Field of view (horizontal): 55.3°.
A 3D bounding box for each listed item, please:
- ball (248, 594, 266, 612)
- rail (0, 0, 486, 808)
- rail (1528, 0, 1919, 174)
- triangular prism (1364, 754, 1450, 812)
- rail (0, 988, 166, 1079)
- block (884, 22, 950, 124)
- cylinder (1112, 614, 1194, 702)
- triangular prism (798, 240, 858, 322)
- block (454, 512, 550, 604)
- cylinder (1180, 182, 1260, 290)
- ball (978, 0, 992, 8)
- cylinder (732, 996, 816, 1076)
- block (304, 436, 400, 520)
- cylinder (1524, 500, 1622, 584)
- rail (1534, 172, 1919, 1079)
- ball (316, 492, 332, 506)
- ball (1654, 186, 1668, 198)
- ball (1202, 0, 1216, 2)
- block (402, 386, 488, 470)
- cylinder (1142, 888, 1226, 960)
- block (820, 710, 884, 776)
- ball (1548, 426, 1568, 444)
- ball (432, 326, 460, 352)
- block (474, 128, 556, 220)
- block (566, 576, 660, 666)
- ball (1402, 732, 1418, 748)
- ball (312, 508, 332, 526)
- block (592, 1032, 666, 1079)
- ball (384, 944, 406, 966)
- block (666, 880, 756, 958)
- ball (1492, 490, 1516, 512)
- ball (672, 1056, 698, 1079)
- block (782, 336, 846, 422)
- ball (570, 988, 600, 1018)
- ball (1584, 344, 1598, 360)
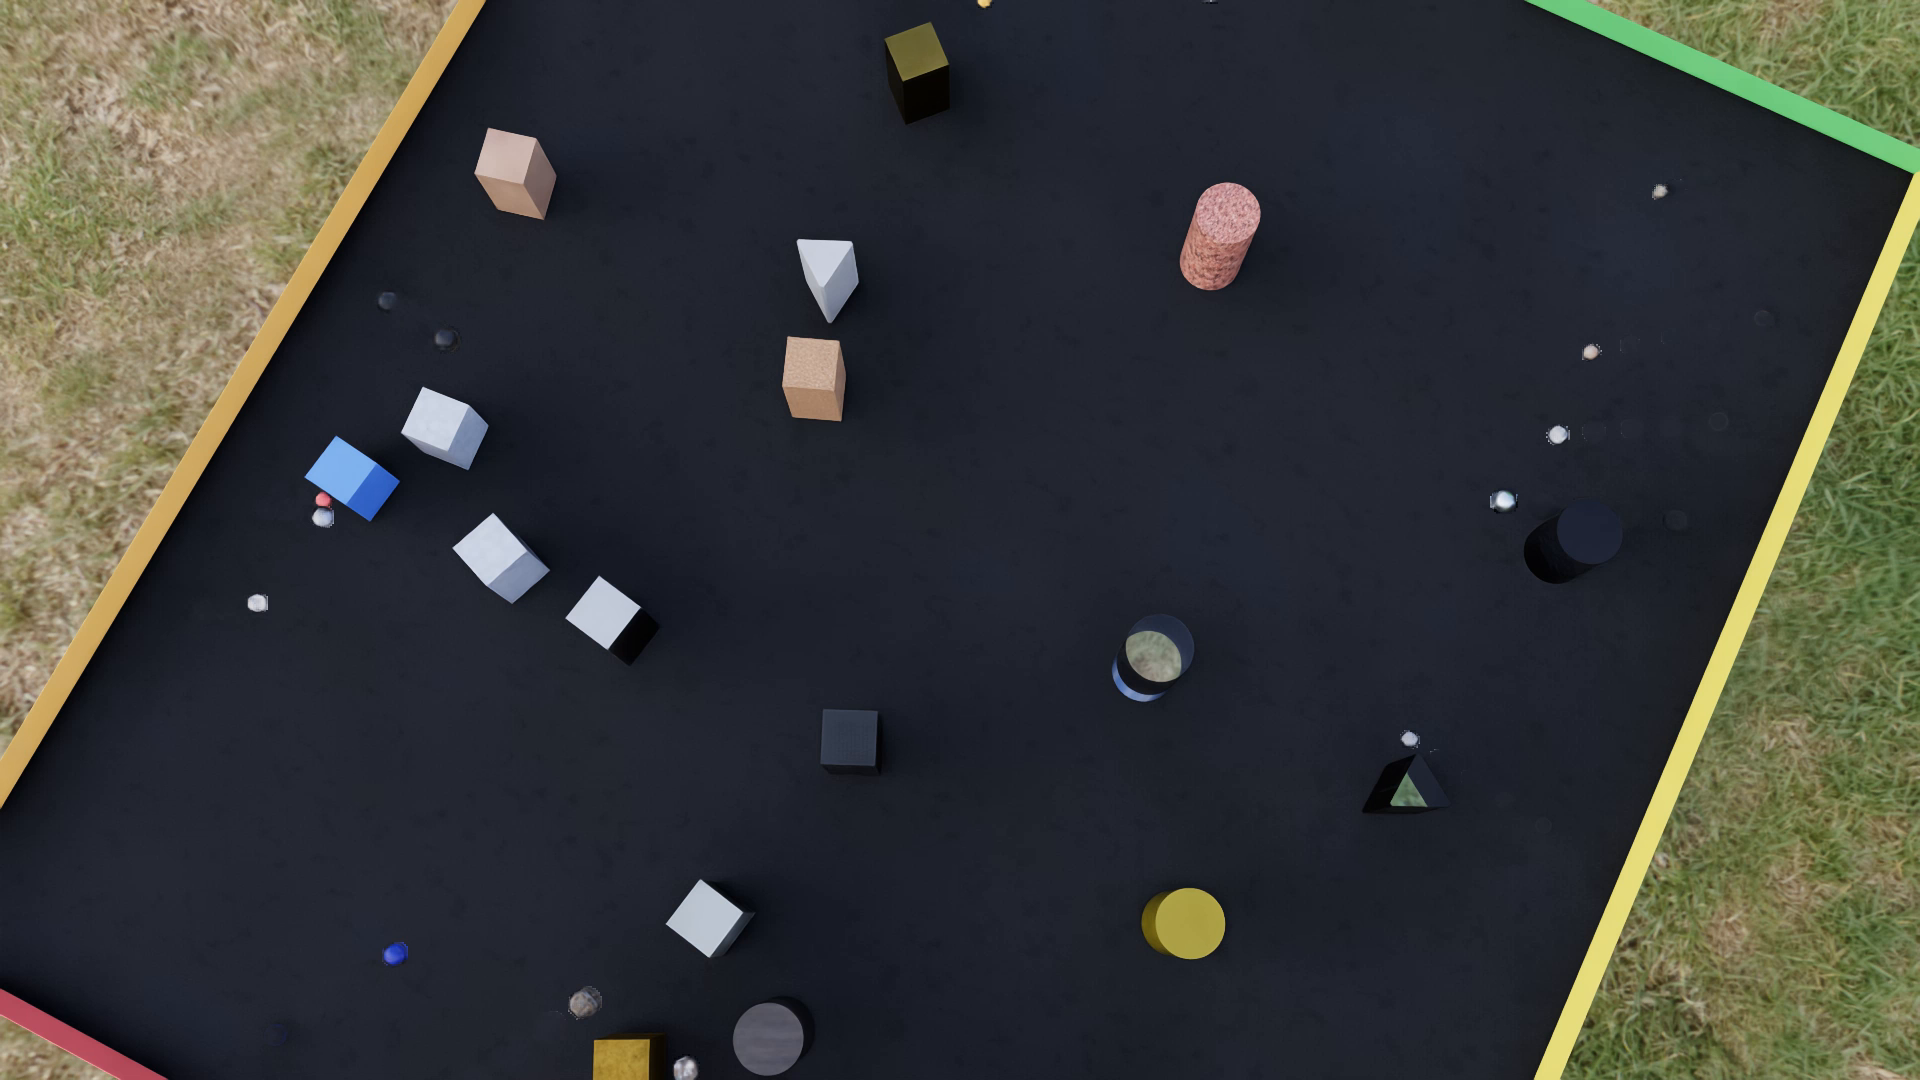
[{"bbox_3d":[-2.129,0.191,5.550,0.053,0.053,0.053,0,78,0],"label":"ball"},{"bbox_3d":[-1.958,-0.952,5.749,0.045,0.124,4.918,26,80,5],"label":"rail"},{"bbox_3d":[1.089,-2.127,5.992,4.426,0.124,0.045,26,80,5],"label":"rail"},{"bbox_3d":[1.280,0.703,5.283,0.165,0.368,0.143,0,78,0],"label":"triangular prism"},{"bbox_3d":[-1.089,2.140,5.110,4.426,0.124,0.045,26,80,5],"label":"rail"},{"bbox_3d":[-0.132,-1.463,5.759,0.153,0.314,0.153,-21,79,-4],"label":"block"},{"bbox_3d":[0.554,0.346,5.306,0.191,0.467,0.191,0,78,0],"label":"cylinder"},{"bbox_3d":[-0.425,-0.821,5.615,0.143,0.336,0.165,32,80,6],"label":"triangular prism"},{"bbox_3d":[-1.359,0.058,5.448,0.153,0.307,0.153,-42,81,-8],"label":"block"},{"bbox_3d":[0.790,-0.922,5.599,0.191,0.408,0.191,0,78,0],"label":"cylinder"},{"bbox_3d":[0.080,-1.754,5.957,0.044,0.044,0.044,0,78,0],"label":"ball"},{"bbox_3d":[-0.516,1.384,5.127,0.191,0.397,0.191,0,78,0],"label":"cylinder"},{"bbox_3d":[-1.833,-0.183,5.537,0.153,0.230,0.153,33,80,6],"label":"block"},{"bbox_3d":[1.820,0.009,5.452,0.191,0.319,0.191,0,78,0],"label":"cylinder"},{"bbox_3d":[1.958,0.965,5.352,0.045,0.124,4.918,26,80,5],"label":"rail"},{"bbox_3d":[-1.952,-0.124,5.619,0.045,0.045,0.045,0,78,0],"label":"ball"},{"bbox_3d":[2.226,-1.106,5.824,0.042,0.042,0.042,0,78,0],"label":"ball"},{"bbox_3d":[0.810,-1.792,5.938,0.095,0.095,0.095,0,78,0],"label":"ball"},{"bbox_3d":[-1.562,-0.337,5.567,0.153,0.234,0.153,21,79,4],"label":"block"},{"bbox_3d":[0.628,1.085,5.189,0.191,0.398,0.191,0,78,0],"label":"cylinder"},{"bbox_3d":[-0.310,0.589,5.302,0.153,0.377,0.153,2,78,0],"label":"block"},{"bbox_3d":[1.845,-0.325,5.656,0.055,0.055,0.055,0,78,0],"label":"ball"},{"bbox_3d":[-1.601,-0.623,5.704,0.081,0.081,0.081,0,78,0],"label":"ball"},{"bbox_3d":[-1.380,-1.137,5.705,0.153,0.288,0.153,13,79,3],"label":"block"},{"bbox_3d":[-1.014,0.243,5.383,0.153,0.358,0.153,36,81,7],"label":"block"},{"bbox_3d":[1.343,0.596,5.471,0.044,0.044,0.044,0,78,0],"label":"ball"},{"bbox_3d":[-1.949,-0.069,5.601,0.058,0.058,0.058,0,78,0],"label":"ball"},{"bbox_3d":[-0.928,1.477,5.162,0.153,0.292,0.153,-1,78,0],"label":"block"},{"bbox_3d":[-1.645,1.206,5.335,0.063,0.063,0.063,0,78,0],"label":"ball"},{"bbox_3d":[-0.708,1.080,5.231,0.153,0.317,0.153,36,81,7],"label":"block"},{"bbox_3d":[1.664,-0.118,5.605,0.070,0.070,0.070,0,78,0],"label":"ball"},{"bbox_3d":[-0.788,1.522,5.265,0.072,0.072,0.072,0,78,0],"label":"ball"},{"bbox_3d":[-0.438,-0.484,5.544,0.153,0.337,0.153,5,78,1],"label":"block"},{"bbox_3d":[-1.085,1.339,5.297,0.084,0.084,0.084,0,78,0],"label":"ball"},{"bbox_3d":[1.967,-0.585,5.714,0.046,0.046,0.046,0,78,0],"label":"ball"}]
